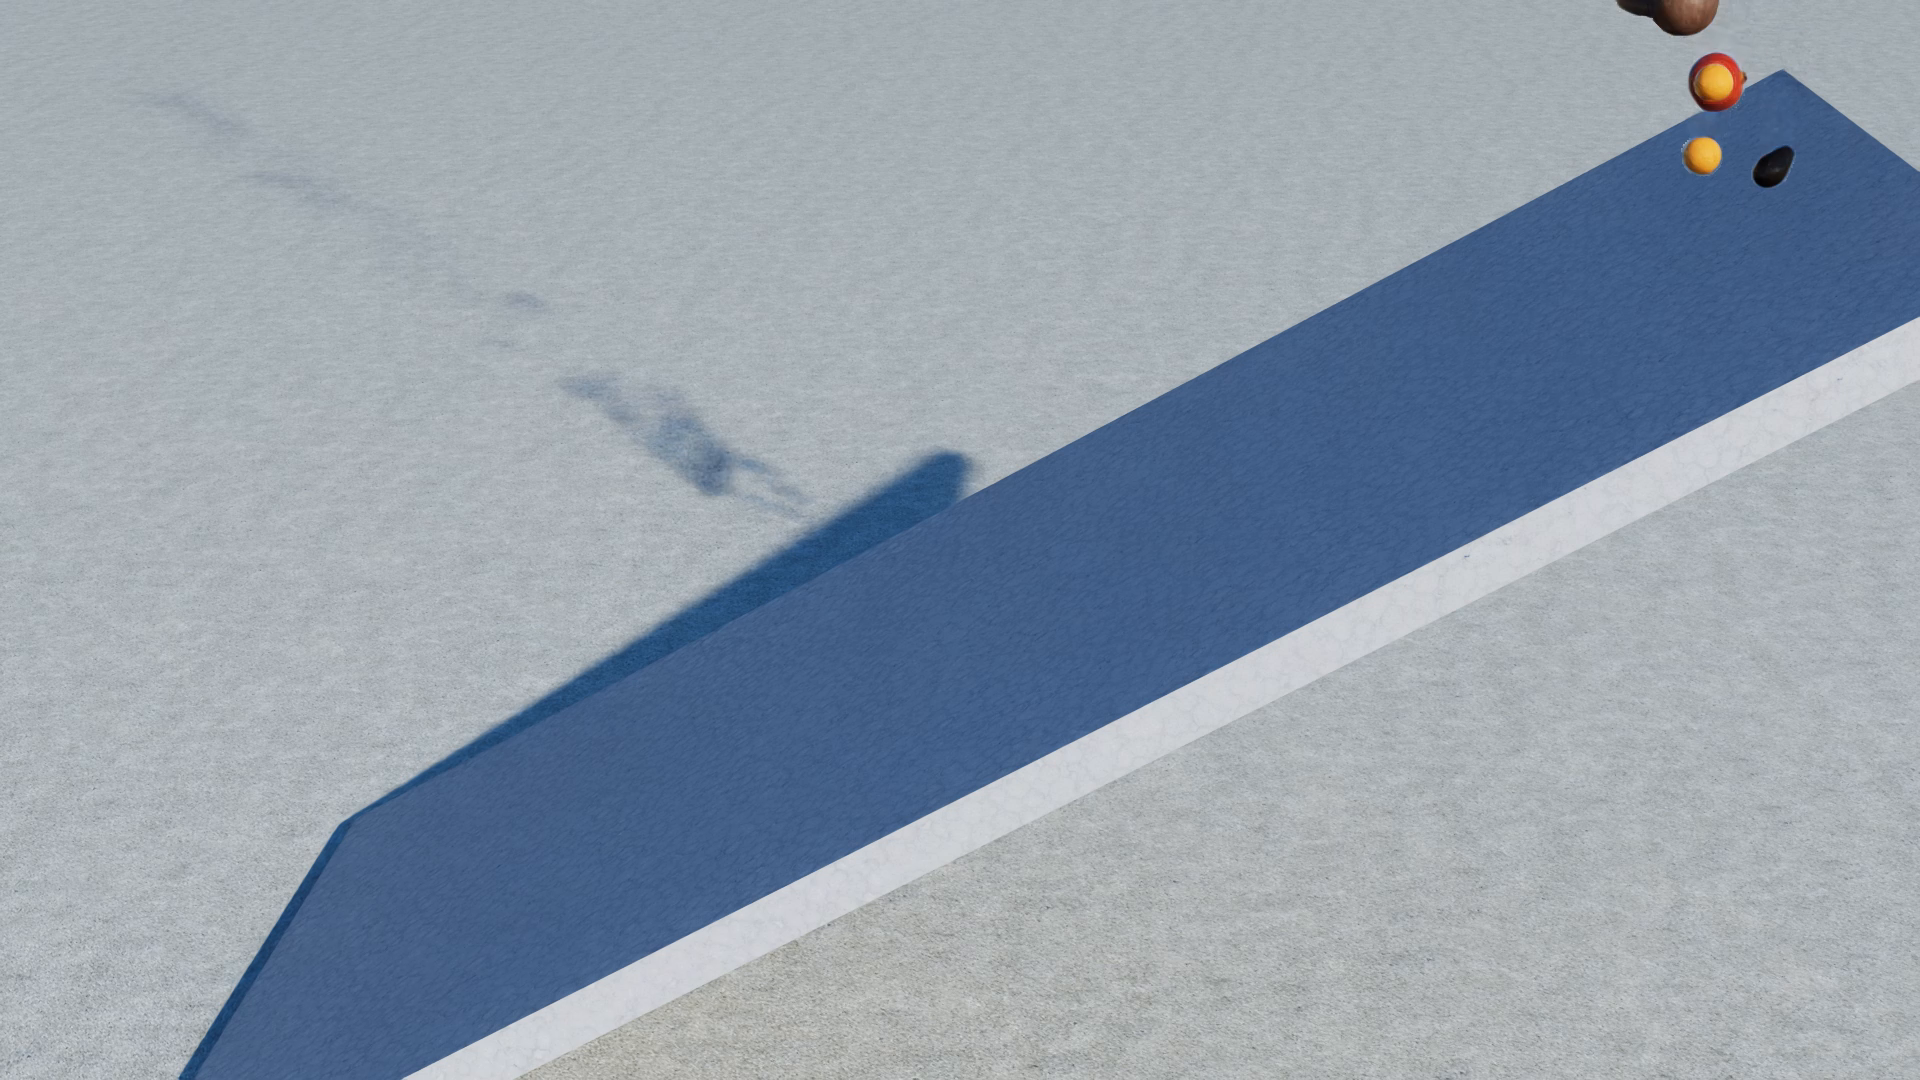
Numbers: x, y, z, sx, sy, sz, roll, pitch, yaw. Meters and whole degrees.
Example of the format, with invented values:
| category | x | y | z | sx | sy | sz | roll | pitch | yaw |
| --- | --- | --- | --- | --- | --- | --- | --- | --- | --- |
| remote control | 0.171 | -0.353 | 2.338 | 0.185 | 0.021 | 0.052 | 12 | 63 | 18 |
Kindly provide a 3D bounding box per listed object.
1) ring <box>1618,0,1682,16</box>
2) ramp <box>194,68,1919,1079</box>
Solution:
| category | x | y | z | sx | sy | sz | roll | pitch | yaw |
| --- | --- | --- | --- | --- | --- | --- | --- | --- | --- |
| ring | 1.356 | -1.066 | 5.786 | 0.131 | 0.044 | 0.131 | 2 | 30 | -1 |
| ramp | 0.142 | 0.167 | 6.283 | 4.000 | 0.100 | 2.000 | -28 | 15 | 11 |
